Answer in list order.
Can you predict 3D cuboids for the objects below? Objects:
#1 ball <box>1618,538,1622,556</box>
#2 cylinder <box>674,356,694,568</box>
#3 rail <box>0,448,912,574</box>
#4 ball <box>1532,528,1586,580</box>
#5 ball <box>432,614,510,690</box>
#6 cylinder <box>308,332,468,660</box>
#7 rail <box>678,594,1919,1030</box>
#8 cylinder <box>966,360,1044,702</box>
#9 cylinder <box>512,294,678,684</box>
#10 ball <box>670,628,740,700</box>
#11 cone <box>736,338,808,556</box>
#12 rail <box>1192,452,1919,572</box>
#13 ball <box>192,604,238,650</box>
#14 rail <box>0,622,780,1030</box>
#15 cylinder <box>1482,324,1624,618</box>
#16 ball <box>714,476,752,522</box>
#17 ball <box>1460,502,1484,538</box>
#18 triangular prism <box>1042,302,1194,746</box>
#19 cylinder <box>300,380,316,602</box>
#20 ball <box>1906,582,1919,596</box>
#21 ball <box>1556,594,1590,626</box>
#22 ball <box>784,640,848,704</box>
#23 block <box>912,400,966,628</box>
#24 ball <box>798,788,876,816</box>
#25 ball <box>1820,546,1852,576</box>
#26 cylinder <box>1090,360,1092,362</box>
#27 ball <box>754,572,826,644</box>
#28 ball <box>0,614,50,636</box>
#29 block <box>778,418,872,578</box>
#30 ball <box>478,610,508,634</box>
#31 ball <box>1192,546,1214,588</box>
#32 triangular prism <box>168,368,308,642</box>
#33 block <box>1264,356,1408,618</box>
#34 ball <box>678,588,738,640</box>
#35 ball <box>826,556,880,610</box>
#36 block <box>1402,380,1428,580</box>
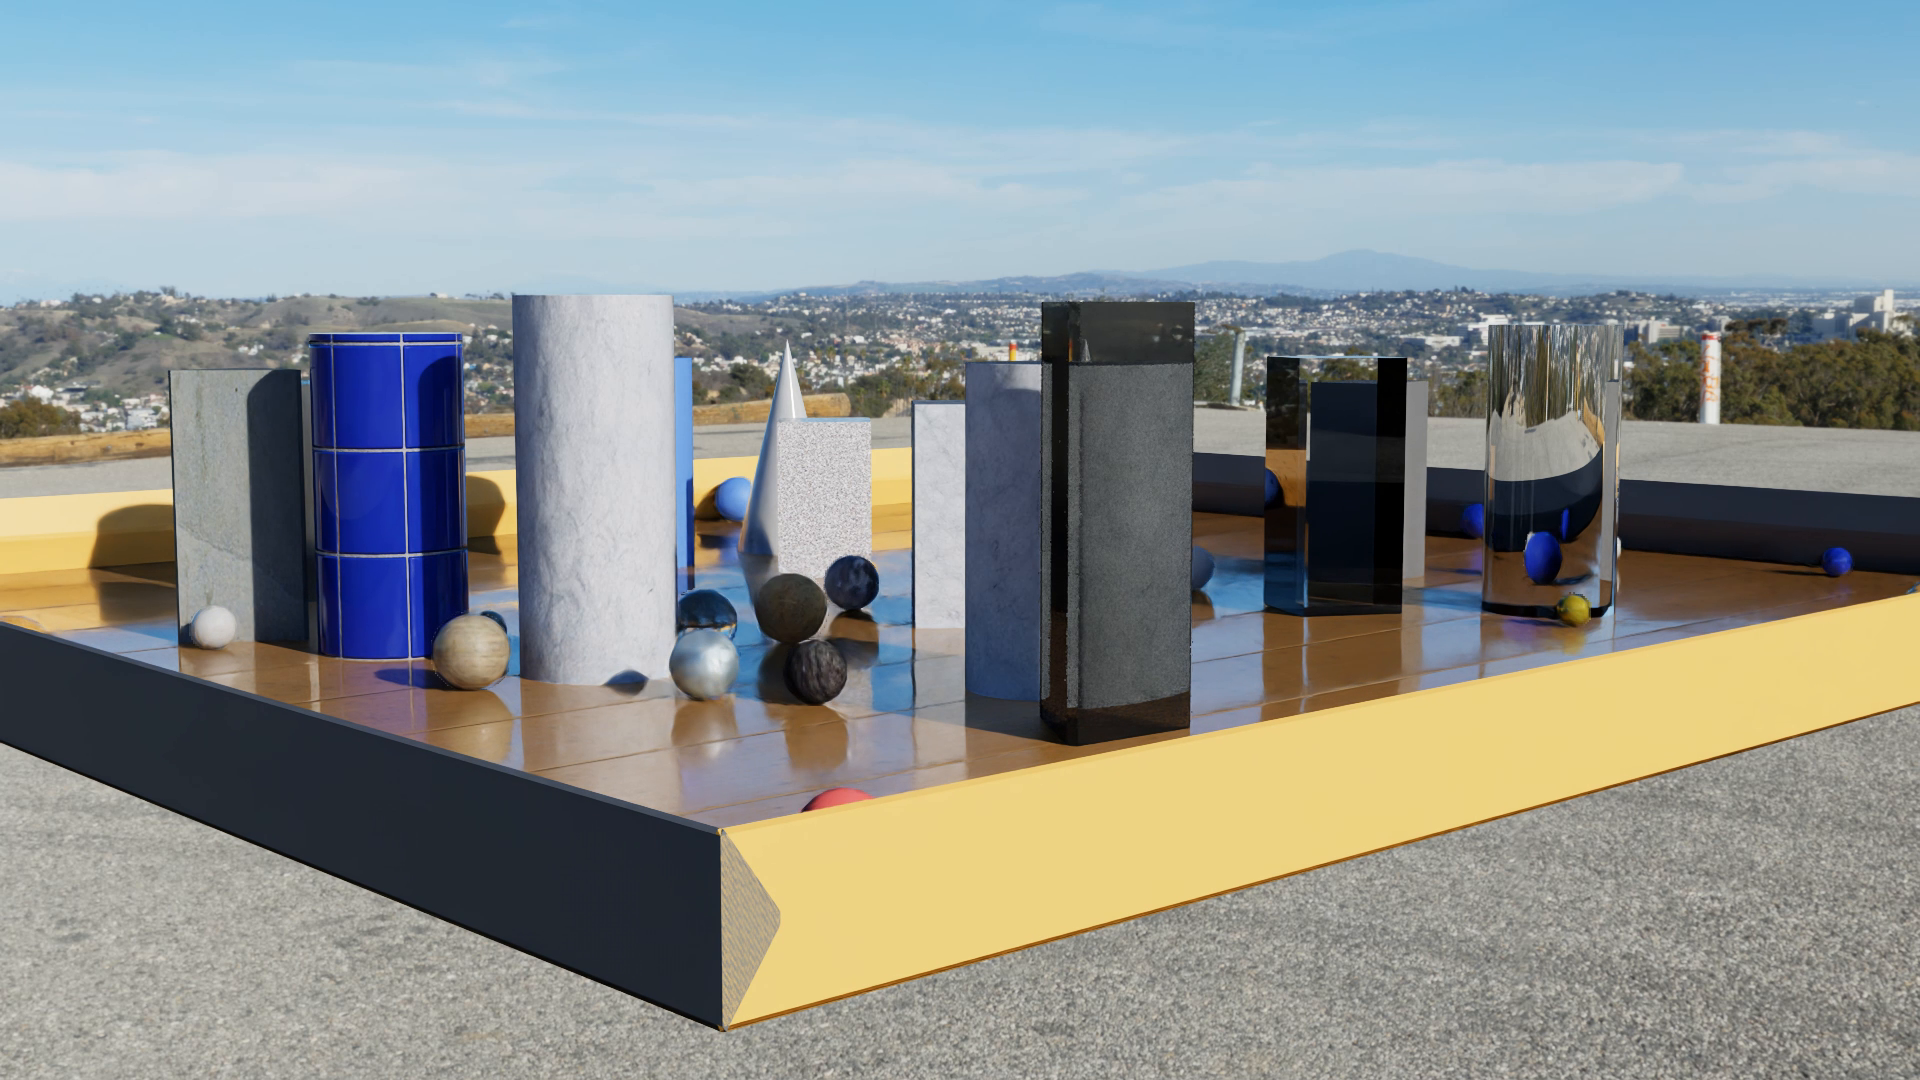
[{"bbox_3d":[1.124,0.013,3.842,0.060,0.060,0.060,0,6,0],"label":"ball"},{"bbox_3d":[-0.563,-0.137,3.838,0.193,0.360,0.193,0,6,0],"label":"cylinder"},{"bbox_3d":[-0.909,-0.070,4.312,2.917,0.126,0.045,-6,8,-42],"label":"rail"},{"bbox_3d":[0.986,0.023,3.617,0.087,0.087,0.087,0,6,0],"label":"ball"},{"bbox_3d":[-0.573,0.131,2.580,0.089,0.089,0.089,0,6,0],"label":"ball"},{"bbox_3d":[-0.743,-0.062,2.867,0.193,0.413,0.193,0,6,0],"label":"cylinder"},{"bbox_3d":[0.909,0.136,2.352,2.917,0.126,0.045,-6,8,-42],"label":"rail"},{"bbox_3d":[0.103,-0.016,2.580,0.193,0.382,0.193,0,6,0],"label":"cylinder"},{"bbox_3d":[-0.444,-0.067,2.687,0.193,0.461,0.193,0,6,0],"label":"cylinder"},{"bbox_3d":[-0.293,0.142,2.517,0.080,0.080,0.080,0,6,0],"label":"ball"},{"bbox_3d":[-0.318,-0.177,4.066,0.193,0.390,0.193,0,6,0],"label":"cone"},{"bbox_3d":[1.054,-0.069,4.300,0.045,0.126,2.729,-6,8,-42],"label":"rail"},{"bbox_3d":[-0.979,0.114,2.888,0.058,0.058,0.058,0,6,0],"label":"ball"},{"bbox_3d":[-1.054,0.134,2.364,0.045,0.126,2.729,-6,8,-42],"label":"rail"},{"bbox_3d":[0.874,-0.106,3.245,0.193,0.421,0.193,0,6,0],"label":"cylinder"},{"bbox_3d":[-0.468,-0.085,4.615,0.094,0.094,0.094,0,6,0],"label":"ball"},{"bbox_3d":[1.010,-0.038,4.281,0.069,0.069,0.069,0,6,0],"label":"ball"},{"bbox_3d":[0.135,-0.025,2.332,0.167,0.452,0.145,-5,8,-38],"label":"triangular prism"},{"bbox_3d":[-1.014,-0.080,3.431,0.193,0.331,0.193,0,6,0],"label":"cylinder"},{"bbox_3d":[1.373,0.088,3.113,0.064,0.064,0.064,0,6,0],"label":"ball"},{"bbox_3d":[0.862,0.099,3.093,0.045,0.045,0.045,0,6,0],"label":"ball"},{"bbox_3d":[-0.163,0.149,2.484,0.073,0.073,0.073,0,6,0],"label":"ball"},{"bbox_3d":[0.010,-0.040,3.141,0.155,0.313,0.155,0,6,-3],"label":"block"},{"bbox_3d":[-0.089,0.230,1.691,0.078,0.078,0.078,0,6,0],"label":"ball"},{"bbox_3d":[1.465,0.036,3.677,0.049,0.049,0.049,0,6,0],"label":"ball"},{"bbox_3d":[0.211,-0.166,4.186,0.193,0.344,0.193,0,6,0],"label":"cylinder"},{"bbox_3d":[-0.226,0.091,2.933,0.095,0.095,0.095,0,6,0],"label":"ball"},{"bbox_3d":[-1.100,0.133,2.550,0.092,0.092,0.092,0,6,0],"label":"ball"},{"bbox_3d":[-0.229,-0.074,3.719,0.155,0.259,0.155,0,6,-3],"label":"block"},{"bbox_3d":[-0.622,0.117,2.901,0.049,0.049,0.049,0,6,0],"label":"ball"},{"bbox_3d":[0.371,0.043,3.510,0.070,0.070,0.070,0,6,0],"label":"ball"},{"bbox_3d":[-0.976,-0.052,3.011,0.167,0.364,0.145,-1,6,-9],"label":"triangular prism"},{"bbox_3d":[0.554,-0.084,3.263,0.155,0.374,0.155,-2,6,-14],"label":"block"},{"bbox_3d":[-0.330,0.106,2.833,0.086,0.086,0.086,0,6,0],"label":"ball"},{"bbox_3d":[-0.159,0.063,3.262,0.081,0.081,0.081,0,6,0],"label":"ball"},{"bbox_3d":[0.669,-0.102,3.666,0.155,0.326,0.155,6,8,42],"label":"block"}]
